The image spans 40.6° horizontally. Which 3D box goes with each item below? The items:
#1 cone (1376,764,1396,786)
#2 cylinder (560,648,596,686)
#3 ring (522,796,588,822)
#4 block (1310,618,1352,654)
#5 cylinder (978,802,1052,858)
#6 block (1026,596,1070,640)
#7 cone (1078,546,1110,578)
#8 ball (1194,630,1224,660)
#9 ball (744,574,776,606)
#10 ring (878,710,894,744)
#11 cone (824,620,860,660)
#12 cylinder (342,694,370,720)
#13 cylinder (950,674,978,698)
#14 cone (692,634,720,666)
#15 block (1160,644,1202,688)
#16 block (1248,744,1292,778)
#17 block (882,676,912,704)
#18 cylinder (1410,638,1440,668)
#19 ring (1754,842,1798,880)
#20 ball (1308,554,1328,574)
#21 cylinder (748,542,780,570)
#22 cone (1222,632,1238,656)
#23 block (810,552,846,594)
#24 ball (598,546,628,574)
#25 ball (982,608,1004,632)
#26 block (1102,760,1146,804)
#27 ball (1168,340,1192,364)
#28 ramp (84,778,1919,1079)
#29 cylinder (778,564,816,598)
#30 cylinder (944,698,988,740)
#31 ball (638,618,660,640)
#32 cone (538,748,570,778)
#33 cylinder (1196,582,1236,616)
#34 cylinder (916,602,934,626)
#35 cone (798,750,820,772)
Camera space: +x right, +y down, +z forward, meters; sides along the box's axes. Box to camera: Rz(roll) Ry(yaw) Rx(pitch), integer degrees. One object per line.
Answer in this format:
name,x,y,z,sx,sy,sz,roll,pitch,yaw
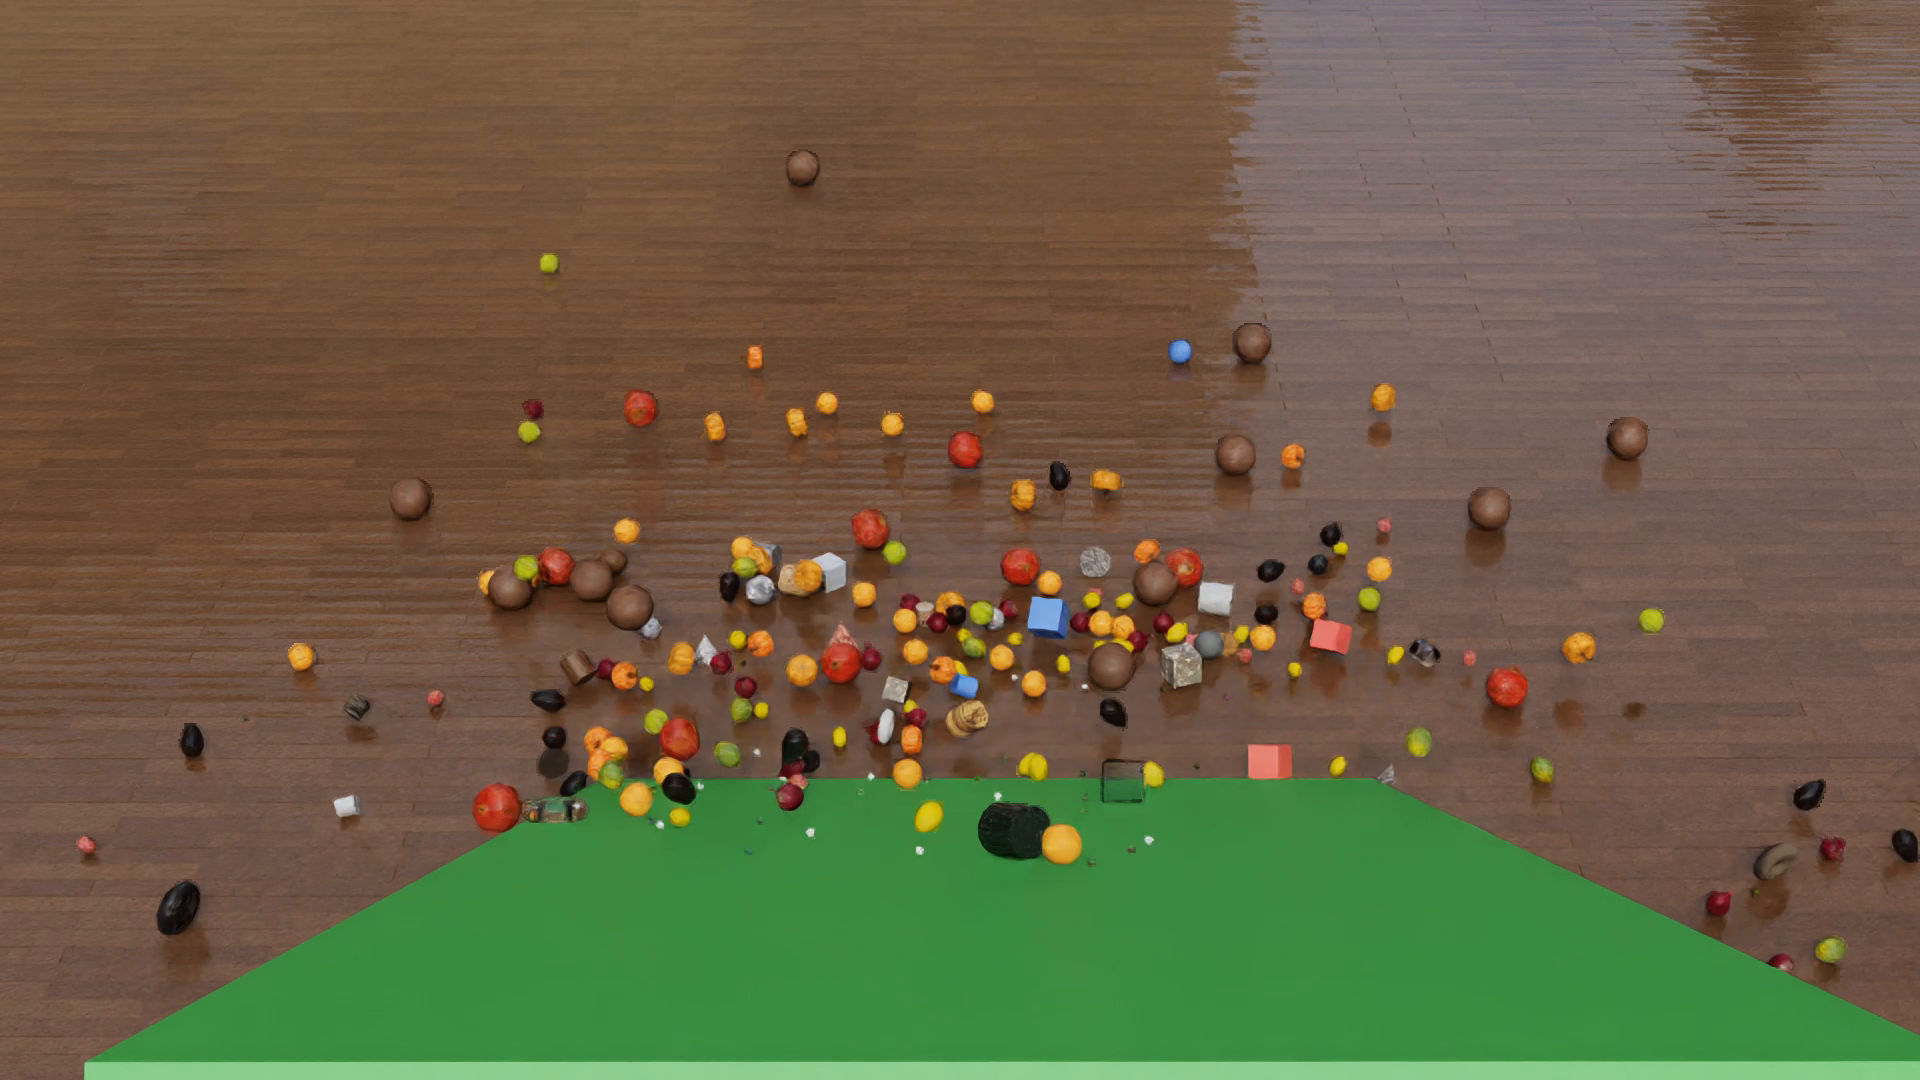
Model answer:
cone,1.109,0.600,6.696,0.055,0.055,0.055,17,0,0
cylinder,-1.062,0.356,7.210,0.076,0.076,0.076,-28,77,-36
ring,-0.865,0.577,5.540,0.143,0.048,0.143,-1,0,0
block,1.046,0.273,7.315,0.080,0.080,0.080,10,-6,34
cylinder,0.101,0.539,4.804,0.097,0.097,0.097,-26,15,-34
block,0.254,0.222,7.382,0.091,0.091,0.091,5,74,19
cone,0.401,0.060,7.730,0.093,0.093,0.093,2,6,3
ball,0.704,0.295,7.320,0.086,0.086,0.086,0,33,0
ball,-0.583,0.146,7.553,0.089,0.089,0.089,0,33,0
ring,-0.197,0.498,6.924,0.031,0.093,0.093,11,34,8
cone,-0.336,0.270,7.351,0.099,0.099,0.099,0,33,0
cylinder,-1.644,0.454,7.066,0.054,0.054,0.054,26,72,34
cylinder,0.012,0.403,7.155,0.059,0.059,0.059,18,29,-17
cone,-0.718,0.299,7.325,0.078,0.078,0.078,0,33,0
block,0.617,0.349,7.229,0.084,0.084,0.084,-11,25,-16
block,0.811,0.578,6.775,0.085,0.085,0.085,-1,-2,33
block,-0.172,0.410,7.097,0.060,0.060,0.060,15,-1,9
cylinder,1.310,0.317,7.311,0.060,0.060,0.060,-14,34,-21
ring,2.043,0.804,6.494,0.121,0.121,0.040,-14,49,-21
ball,1.063,0.073,7.694,0.060,0.060,0.060,0,33,0
cylinder,-0.584,0.047,7.720,0.076,0.076,0.076,11,34,17
cone,0.768,0.293,7.377,0.069,0.069,0.069,14,9,21
block,-0.389,0.096,7.643,0.077,0.077,0.077,-26,41,-34
ball,-1.030,0.060,7.691,0.086,0.086,0.086,0,33,0
ball,0.096,0.228,7.446,0.067,0.067,0.067,0,33,0
block,0.381,0.560,6.024,0.094,0.094,0.094,0,-1,7
ball,0.745,-0.636,8.782,0.079,0.079,0.079,0,33,0
ramp,0.073,0.636,4.743,2.000,0.100,4.000,0,-1,0
cylinder,-0.475,0.120,7.594,0.089,0.089,0.089,8,33,12
cylinder,0.016,0.480,6.944,0.083,0.083,0.083,22,53,-32
ball,-0.886,0.252,7.413,0.063,0.063,0.063,0,33,0
cone,-1.090,0.575,6.878,0.086,0.086,0.086,-15,25,-22
cylinder,0.743,0.171,7.510,0.092,0.092,0.092,1,31,22
cylinder,-0.100,0.214,7.482,0.052,0.052,0.052,0,33,0
cone,-0.408,0.578,6.867,0.062,0.062,0.062,-6,68,15
